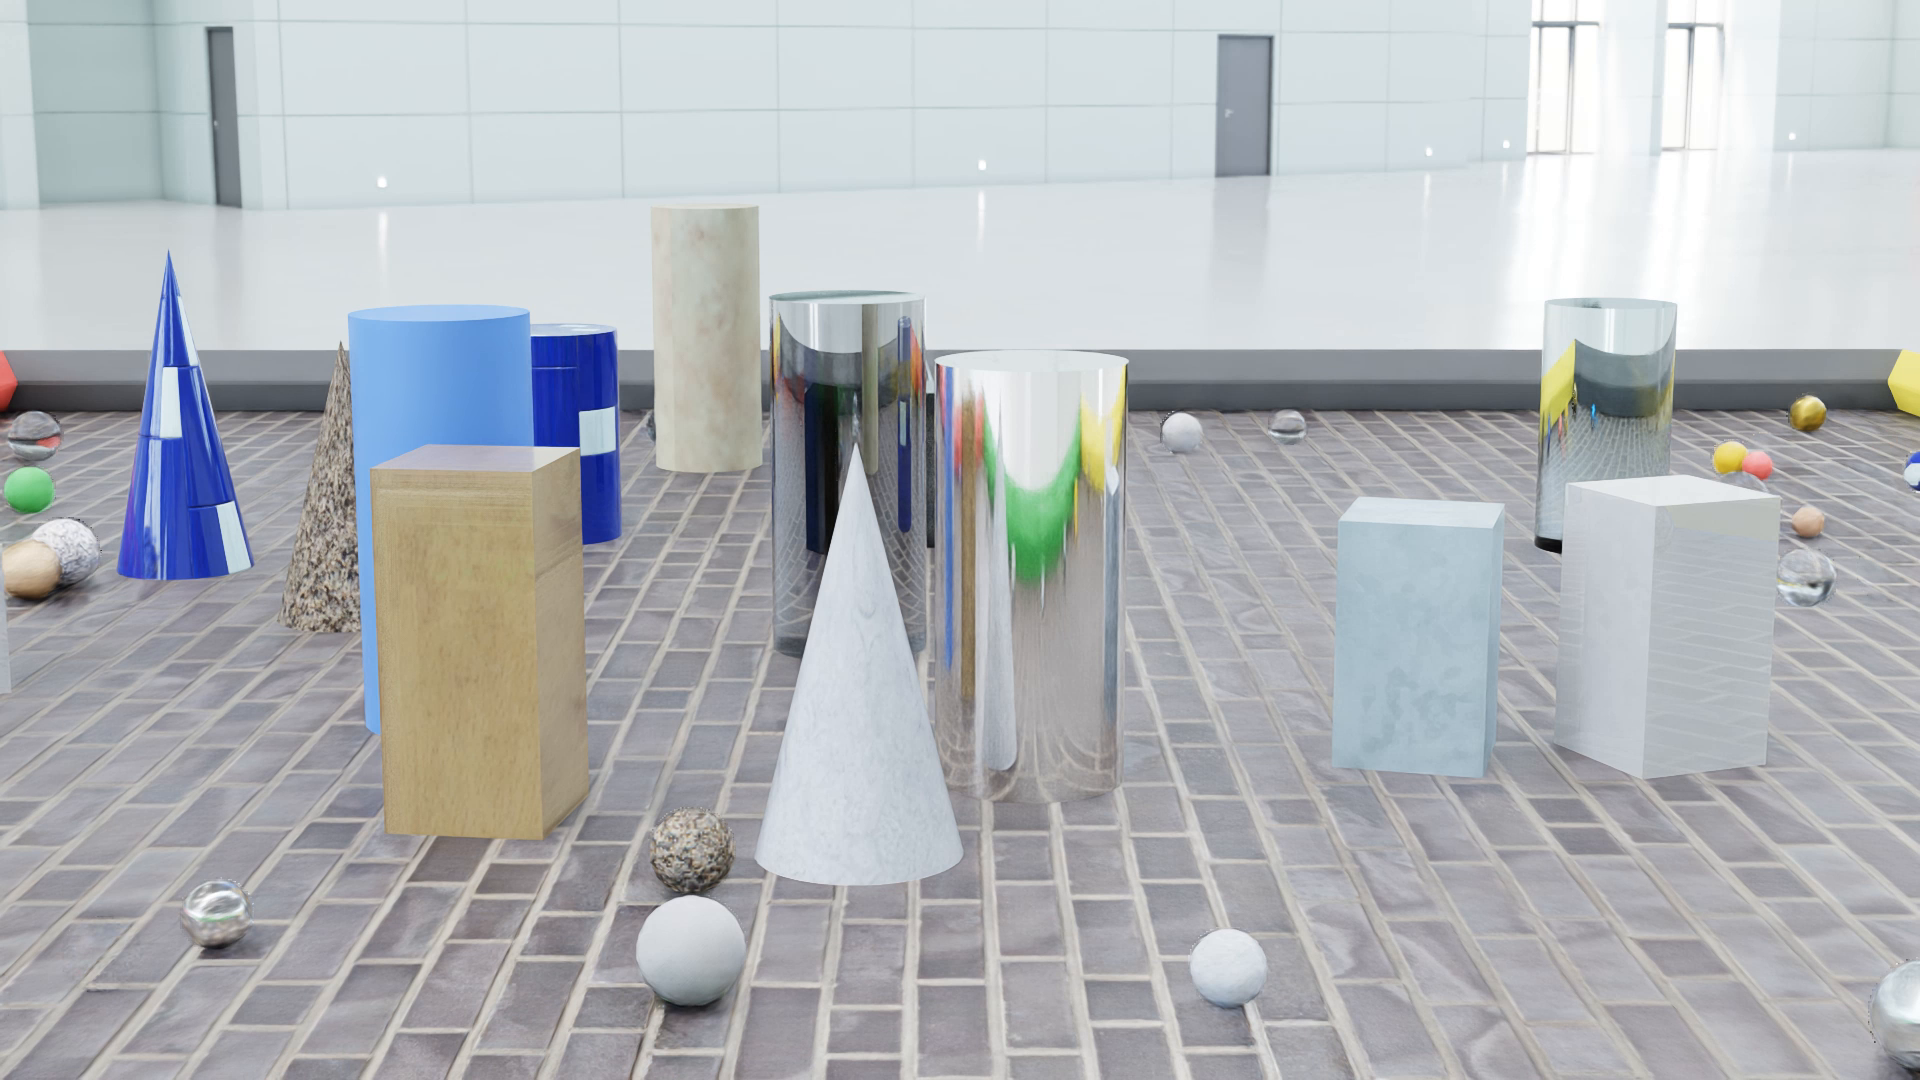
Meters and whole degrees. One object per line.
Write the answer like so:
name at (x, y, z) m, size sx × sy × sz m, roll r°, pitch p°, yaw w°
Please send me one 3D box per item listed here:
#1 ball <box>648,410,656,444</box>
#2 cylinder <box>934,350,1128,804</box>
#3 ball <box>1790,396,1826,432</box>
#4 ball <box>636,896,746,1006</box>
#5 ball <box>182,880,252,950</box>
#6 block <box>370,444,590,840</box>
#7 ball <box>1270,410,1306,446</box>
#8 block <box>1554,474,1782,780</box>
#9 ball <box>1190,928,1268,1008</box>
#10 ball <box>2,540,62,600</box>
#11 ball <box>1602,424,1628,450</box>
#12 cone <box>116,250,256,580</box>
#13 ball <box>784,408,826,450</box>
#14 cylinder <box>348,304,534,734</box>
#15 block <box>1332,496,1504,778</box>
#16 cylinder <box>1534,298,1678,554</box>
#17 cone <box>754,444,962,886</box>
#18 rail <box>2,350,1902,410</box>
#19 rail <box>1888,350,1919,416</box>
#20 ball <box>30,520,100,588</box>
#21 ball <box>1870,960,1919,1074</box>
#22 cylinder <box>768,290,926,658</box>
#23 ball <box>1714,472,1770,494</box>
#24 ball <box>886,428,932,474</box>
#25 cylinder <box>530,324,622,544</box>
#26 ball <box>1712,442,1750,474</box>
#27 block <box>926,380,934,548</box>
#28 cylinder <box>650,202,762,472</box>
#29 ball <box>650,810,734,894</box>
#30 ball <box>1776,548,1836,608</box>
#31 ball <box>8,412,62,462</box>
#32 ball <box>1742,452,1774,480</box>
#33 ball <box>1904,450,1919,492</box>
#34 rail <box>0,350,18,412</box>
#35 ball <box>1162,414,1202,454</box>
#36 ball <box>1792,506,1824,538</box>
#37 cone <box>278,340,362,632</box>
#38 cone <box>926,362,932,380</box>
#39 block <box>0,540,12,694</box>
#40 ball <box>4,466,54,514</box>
ball at (-0.557, -0.217, 4.917) m, size 0.084 × 0.084 × 0.084 m, roll 0°, pitch 11°, yaw 0°
cylinder at (0.072, 0.032, 2.618) m, size 0.196 × 0.433 × 0.196 m, roll 0°, pitch 11°, yaw 0°
ball at (1.702, -0.253, 5.149) m, size 0.071 × 0.071 × 0.071 m, roll 0°, pitch 11°, yaw 0°
ball at (-0.211, 0.322, 2.009) m, size 0.086 × 0.086 × 0.086 m, roll 0°, pitch 11°, yaw 0°
ball at (-0.619, 0.312, 2.138) m, size 0.057 × 0.057 × 0.057 m, roll 0°, pitch 11°, yaw 0°
block at (-0.463, 0.095, 2.494) m, size 0.156 × 0.354 × 0.156 m, roll 2°, pitch 11°, yaw 8°
ball at (0.633, -0.217, 4.954) m, size 0.071 × 0.071 × 0.071 m, roll 0°, pitch 11°, yaw 0°
block at (0.747, 0.088, 2.721) m, size 0.156 × 0.286 × 0.156 m, roll -4°, pitch 11°, yaw -21°
ball at (0.210, 0.335, 2.008) m, size 0.060 × 0.060 × 0.060 m, roll 0°, pitch 11°, yaw 0°
ball at (-1.280, 0.041, 3.527) m, size 0.084 × 0.084 × 0.084 m, roll 0°, pitch 11°, yaw 0°
ball at (1.253, -0.198, 4.912) m, size 0.049 × 0.049 × 0.049 m, roll 0°, pitch 11°, yaw 0°
cone at (-1.136, -0.190, 3.724) m, size 0.196 × 0.467 × 0.196 m, roll 0°, pitch 11°, yaw 0°
ball at (-0.296, -0.211, 4.893) m, size 0.081 × 0.081 × 0.081 m, roll 0°, pitch 11°, yaw 0°
cylinder at (-0.570, -0.023, 2.849) m, size 0.196 × 0.458 × 0.196 m, roll 0°, pitch 11°, yaw 0°
block at (0.487, 0.100, 2.723) m, size 0.156 × 0.263 × 0.156 m, roll 3°, pitch 11°, yaw 16°
cylinder at (0.979, -0.174, 3.894) m, size 0.196 × 0.372 × 0.196 m, roll 0°, pitch 11°, yaw 0°
cone at (-0.094, 0.101, 2.366) m, size 0.196 × 0.390 × 0.196 m, roll 0°, pitch 11°, yaw 0°
rail at (-0.012, -0.338, 5.447) m, size 4.048 × 0.127 × 0.045 m, roll 0°, pitch 11°, yaw 0°
rail at (2.000, 0.031, 3.460) m, size 0.045 × 0.127 × 4.112 m, roll 0°, pitch 11°, yaw 0°
ball at (-1.263, 0.019, 3.613) m, size 0.096 × 0.096 × 0.096 m, roll 0°, pitch 11°, yaw 0°
ball at (0.709, 0.348, 1.873) m, size 0.083 × 0.083 × 0.083 m, roll 0°, pitch 11°, yaw 0°
cylinder at (-0.140, -0.084, 3.220) m, size 0.196 × 0.442 × 0.196 m, roll 0°, pitch 11°, yaw 0°
ball at (1.225, -0.060, 4.037) m, size 0.097 × 0.097 × 0.097 m, roll 0°, pitch 11°, yaw 0°
ball at (-0.091, -0.160, 4.617) m, size 0.083 × 0.083 × 0.083 m, roll 0°, pitch 11°, yaw 0°
cylinder at (-0.628, -0.166, 3.991) m, size 0.196 × 0.323 × 0.196 m, roll 0°, pitch 11°, yaw 0°
ball at (1.378, -0.144, 4.582) m, size 0.064 × 0.064 × 0.064 m, roll 0°, pitch 11°, yaw 0°
block at (-0.030, -0.120, 3.973) m, size 0.156 × 0.237 × 0.156 m, roll -1°, pitch 11°, yaw -8°
cylinder at (-0.462, -0.373, 4.691) m, size 0.196 × 0.473 × 0.196 m, roll 0°, pitch 11°, yaw 0°
ball at (-0.238, 0.277, 2.281) m, size 0.075 × 0.075 × 0.075 m, roll 0°, pitch 11°, yaw 0°
ball at (1.147, 0.051, 3.482) m, size 0.080 × 0.080 × 0.080 m, roll 0°, pitch 11°, yaw 0°
ball at (-1.716, -0.192, 4.759) m, size 0.093 × 0.093 × 0.093 m, roll 0°, pitch 11°, yaw 0°
ball at (1.409, -0.130, 4.534) m, size 0.054 × 0.054 × 0.054 m, roll 0°, pitch 11°, yaw 0°
ball at (1.662, -0.118, 4.401) m, size 0.078 × 0.078 × 0.078 m, roll 0°, pitch 11°, yaw 0°
rail at (-2.000, 0.035, 3.438) m, size 0.045 × 0.127 × 4.112 m, roll 0°, pitch 11°, yaw 0°
ball at (0.420, -0.202, 4.859) m, size 0.077 × 0.077 × 0.077 m, roll 0°, pitch 11°, yaw 0°
ball at (1.321, -0.028, 3.996) m, size 0.049 × 0.049 × 0.049 m, roll 0°, pitch 11°, yaw 0°
cone at (-0.811, -0.081, 3.394) m, size 0.196 × 0.372 × 0.196 m, roll 0°, pitch 11°, yaw 0°
cone at (-0.073, -0.204, 4.262) m, size 0.196 × 0.298 × 0.196 m, roll 0°, pitch 11°, yaw 0°
block at (-1.217, -0.014, 3.017) m, size 0.156 × 0.378 × 0.156 m, roll -5°, pitch 11°, yaw -23°
ball at (-1.526, -0.082, 4.208) m, size 0.078 × 0.078 × 0.078 m, roll 0°, pitch 11°, yaw 0°
